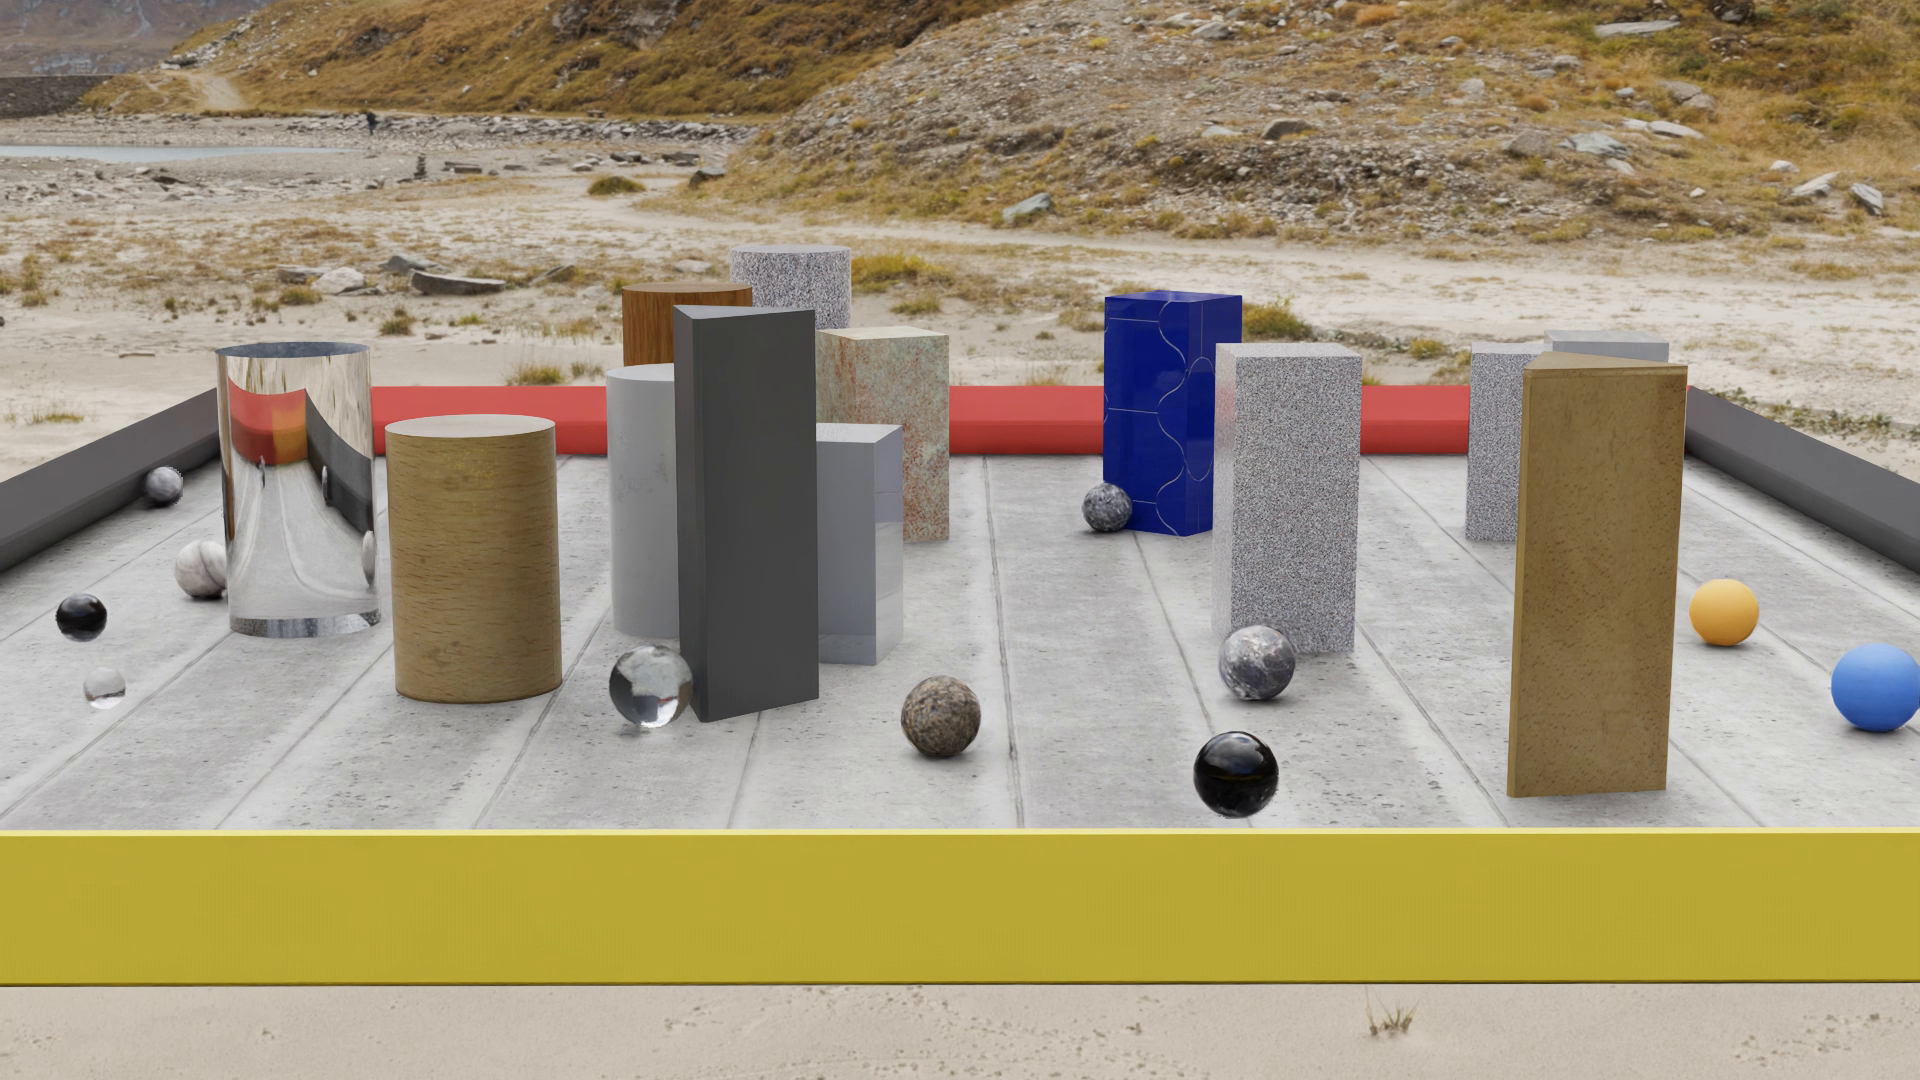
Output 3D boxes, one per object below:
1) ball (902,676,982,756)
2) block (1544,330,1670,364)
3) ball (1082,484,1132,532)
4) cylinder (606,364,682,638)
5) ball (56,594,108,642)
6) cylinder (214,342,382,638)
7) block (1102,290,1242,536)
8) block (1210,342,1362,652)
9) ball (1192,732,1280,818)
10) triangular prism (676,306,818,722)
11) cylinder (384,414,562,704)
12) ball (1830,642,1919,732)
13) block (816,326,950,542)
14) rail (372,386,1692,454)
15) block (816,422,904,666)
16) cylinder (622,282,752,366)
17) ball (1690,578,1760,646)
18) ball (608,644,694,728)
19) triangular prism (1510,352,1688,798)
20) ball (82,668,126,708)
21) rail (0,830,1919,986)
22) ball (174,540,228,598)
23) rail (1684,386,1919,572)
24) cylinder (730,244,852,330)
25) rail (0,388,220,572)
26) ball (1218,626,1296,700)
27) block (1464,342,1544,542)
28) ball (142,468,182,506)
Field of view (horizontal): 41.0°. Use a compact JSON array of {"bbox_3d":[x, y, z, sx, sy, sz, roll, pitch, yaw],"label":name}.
[{"bbox_3d":[-0.020,0.188,2.734,0.086,0.086,0.086,0,11,0],"label":"ball"},{"bbox_3d":[0.911,-0.117,3.653,0.157,0.349,0.157,2,11,8],"label":"block"},{"bbox_3d":[0.231,-0.051,4.043,0.077,0.077,0.077,0,11,0],"label":"ball"},{"bbox_3d":[-0.362,-0.055,3.365,0.196,0.333,0.196,0,11,0],"label":"cylinder"},{"bbox_3d":[-1.121,0.099,3.275,0.063,0.063,0.063,0,11,0],"label":"ball"},{"bbox_3d":[-0.865,-0.069,3.362,0.196,0.362,0.196,0,11,0],"label":"cylinder"},{"bbox_3d":[0.337,-0.205,4.081,0.157,0.366,0.157,8,13,37],"label":"block"},{"bbox_3d":[0.412,-0.056,3.261,0.157,0.373,0.157,-1,11,-3],"label":"block"},{"bbox_3d":[0.270,0.229,2.511,0.085,0.085,0.085,0,11,0],"label":"ball"},{"bbox_3d":[-0.277,-0.038,2.945,0.170,0.453,0.147,-10,14,-43],"label":"triangular prism"},{"bbox_3d":[-0.572,0.019,3.025,0.196,0.311,0.196,0,11,0],"label":"cylinder"},{"bbox_3d":[1.014,0.162,2.837,0.098,0.098,0.098,0,11,0],"label":"ball"},{"bbox_3d":[-0.121,-0.165,3.997,0.157,0.318,0.157,-5,12,-26],"label":"block"},{"bbox_3d":[-0.008,-0.223,4.831,2.785,0.127,0.045,0,11,0],"label":"rail"},{"bbox_3d":[-0.165,0.001,3.215,0.157,0.276,0.157,2,11,11],"label":"block"},{"bbox_3d":[-0.412,-0.188,3.908,0.196,0.396,0.196,0,11,0],"label":"cylinder"},{"bbox_3d":[0.970,0.091,3.254,0.085,0.085,0.085,0,11,0],"label":"ball"},{"bbox_3d":[-0.344,0.162,2.853,0.093,0.093,0.093,0,11,0],"label":"ball"},{"bbox_3d":[0.624,0.030,2.631,0.170,0.433,0.147,-2,11,-10],"label":"triangular prism"},{"bbox_3d":[-0.979,0.170,2.936,0.048,0.048,0.048,0,11,0],"label":"ball"},{"bbox_3d":[0.008,0.289,2.067,2.785,0.127,0.045,0,11,0],"label":"rail"},{"bbox_3d":[-1.044,0.041,3.542,0.081,0.081,0.081,0,11,0],"label":"ball"},{"bbox_3d":[1.369,0.031,3.457,0.045,0.127,2.858,0,11,0],"label":"rail"},{"bbox_3d":[-0.273,-0.255,4.165,0.196,0.434,0.196,0,11,0],"label":"cylinder"},{"bbox_3d":[-1.369,0.034,3.441,0.045,0.127,2.858,0,11,0],"label":"rail"},{"bbox_3d":[0.344,0.142,2.972,0.088,0.088,0.088,0,11,0],"label":"ball"},{"bbox_3d":[0.876,-0.155,4.019,0.157,0.291,0.157,2,11,10],"label":"block"},{"bbox_3d":[-1.333,-0.089,4.287,0.063,0.063,0.063,0,11,0],"label":"ball"}]
